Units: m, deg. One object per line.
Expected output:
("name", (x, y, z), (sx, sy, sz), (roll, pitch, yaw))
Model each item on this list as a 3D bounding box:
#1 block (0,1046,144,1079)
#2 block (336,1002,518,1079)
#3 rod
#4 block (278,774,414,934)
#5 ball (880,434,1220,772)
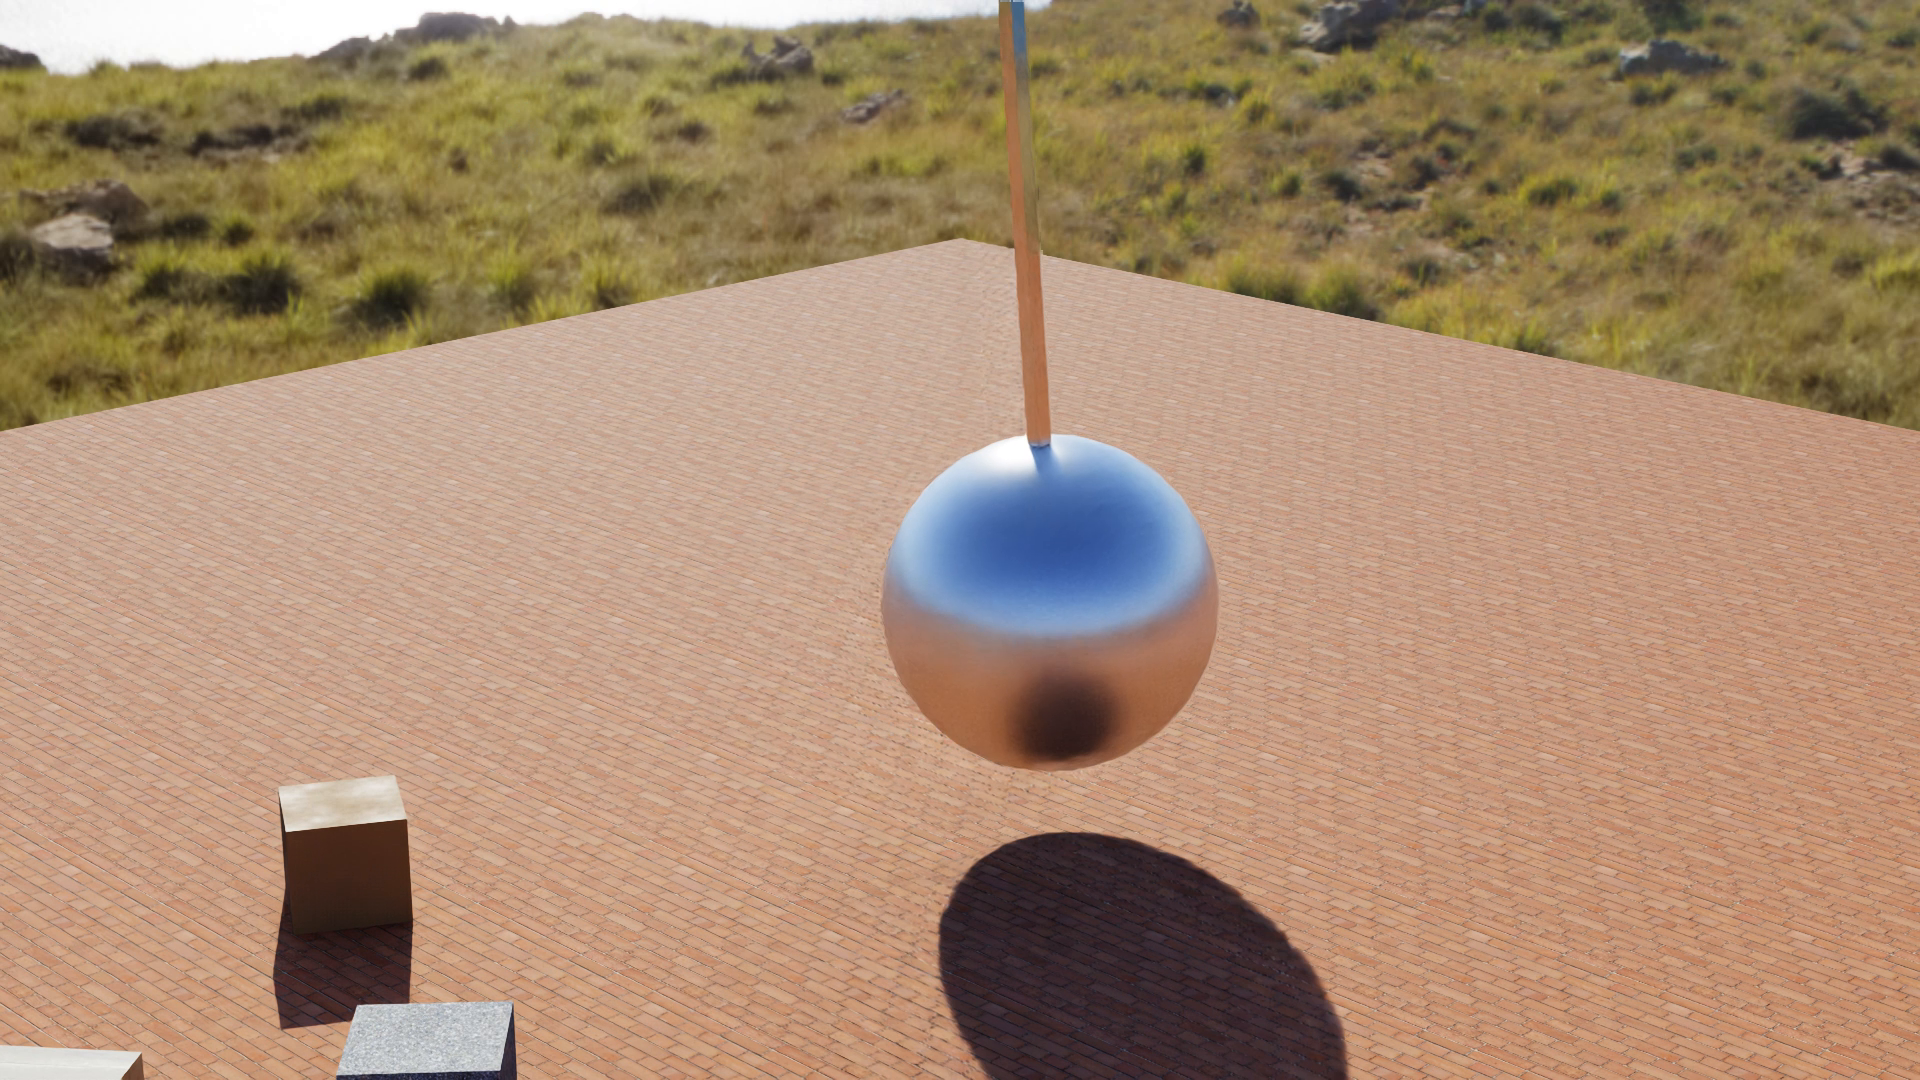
("block", (-3.296, 2.216, 10.249), (0.694, 0.627, 0.688), (2, 18, 6))
("block", (-1.955, 2.079, 10.836), (0.582, 0.536, 0.554), (-1, 17, -3))
("rod", (0.184, -2.859, 12.636), (0.080, 5.200, 0.080), (17, 30, 42))
("block", (-2.743, 1.398, 13.079), (0.518, 0.489, 0.534), (-5, 18, -15))
("ball", (0.425, 0.296, 13.880), (1.600, 1.600, 1.600), (0, 17, 0))
